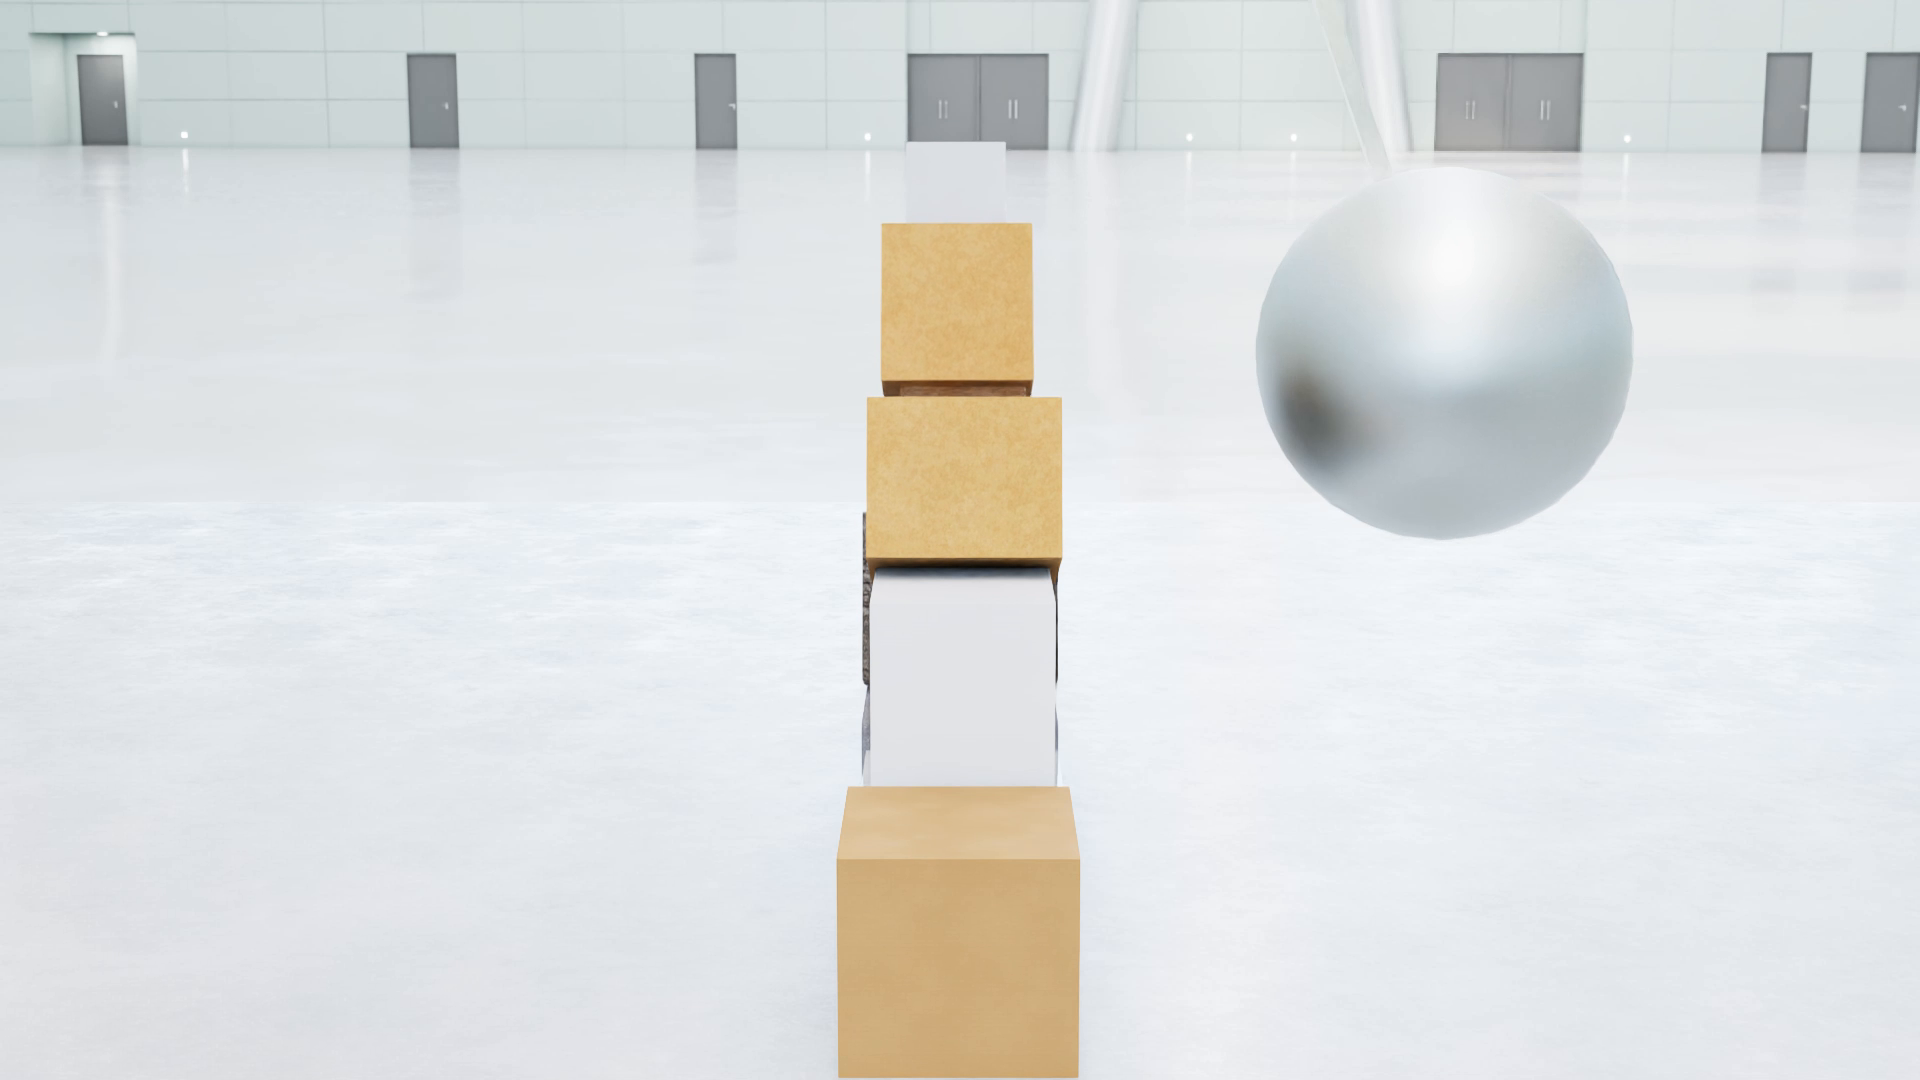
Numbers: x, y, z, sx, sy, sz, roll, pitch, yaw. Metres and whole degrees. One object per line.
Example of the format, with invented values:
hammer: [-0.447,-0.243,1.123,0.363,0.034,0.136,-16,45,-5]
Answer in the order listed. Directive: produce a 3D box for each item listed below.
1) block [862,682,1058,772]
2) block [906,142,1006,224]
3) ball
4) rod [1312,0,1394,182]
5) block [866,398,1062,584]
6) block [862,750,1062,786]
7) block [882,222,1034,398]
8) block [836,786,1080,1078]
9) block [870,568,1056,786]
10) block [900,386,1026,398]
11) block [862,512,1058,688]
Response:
block: [0.000,1.112,11.130,0.822,0.831,0.746,0,10,0]
block: [-0.018,-1.537,11.537,0.437,0.384,0.475,0,-7,0]
ball: [2.074,-0.799,11.035,1.600,1.600,1.600,0,10,0]
rod: [0.899,-3.938,10.464,0.080,5.200,0.080,-20,10,4]
block: [0.017,-0.195,10.675,0.787,0.653,0.764,0,-9,0]
block: [0.008,1.307,10.354,0.800,0.723,0.829,0,10,0]
block: [-0.013,-0.998,11.488,0.662,0.697,0.656,0,-7,0]
block: [-0.005,1.426,9.473,0.851,0.805,0.928,0,10,0]
block: [0.010,0.562,10.250,0.712,0.780,0.723,0,10,0]
block: [0.016,-0.377,11.507,0.552,0.532,0.511,0,-7,0]
block: [-0.001,0.289,11.679,0.859,0.746,0.815,0,-6,0]
